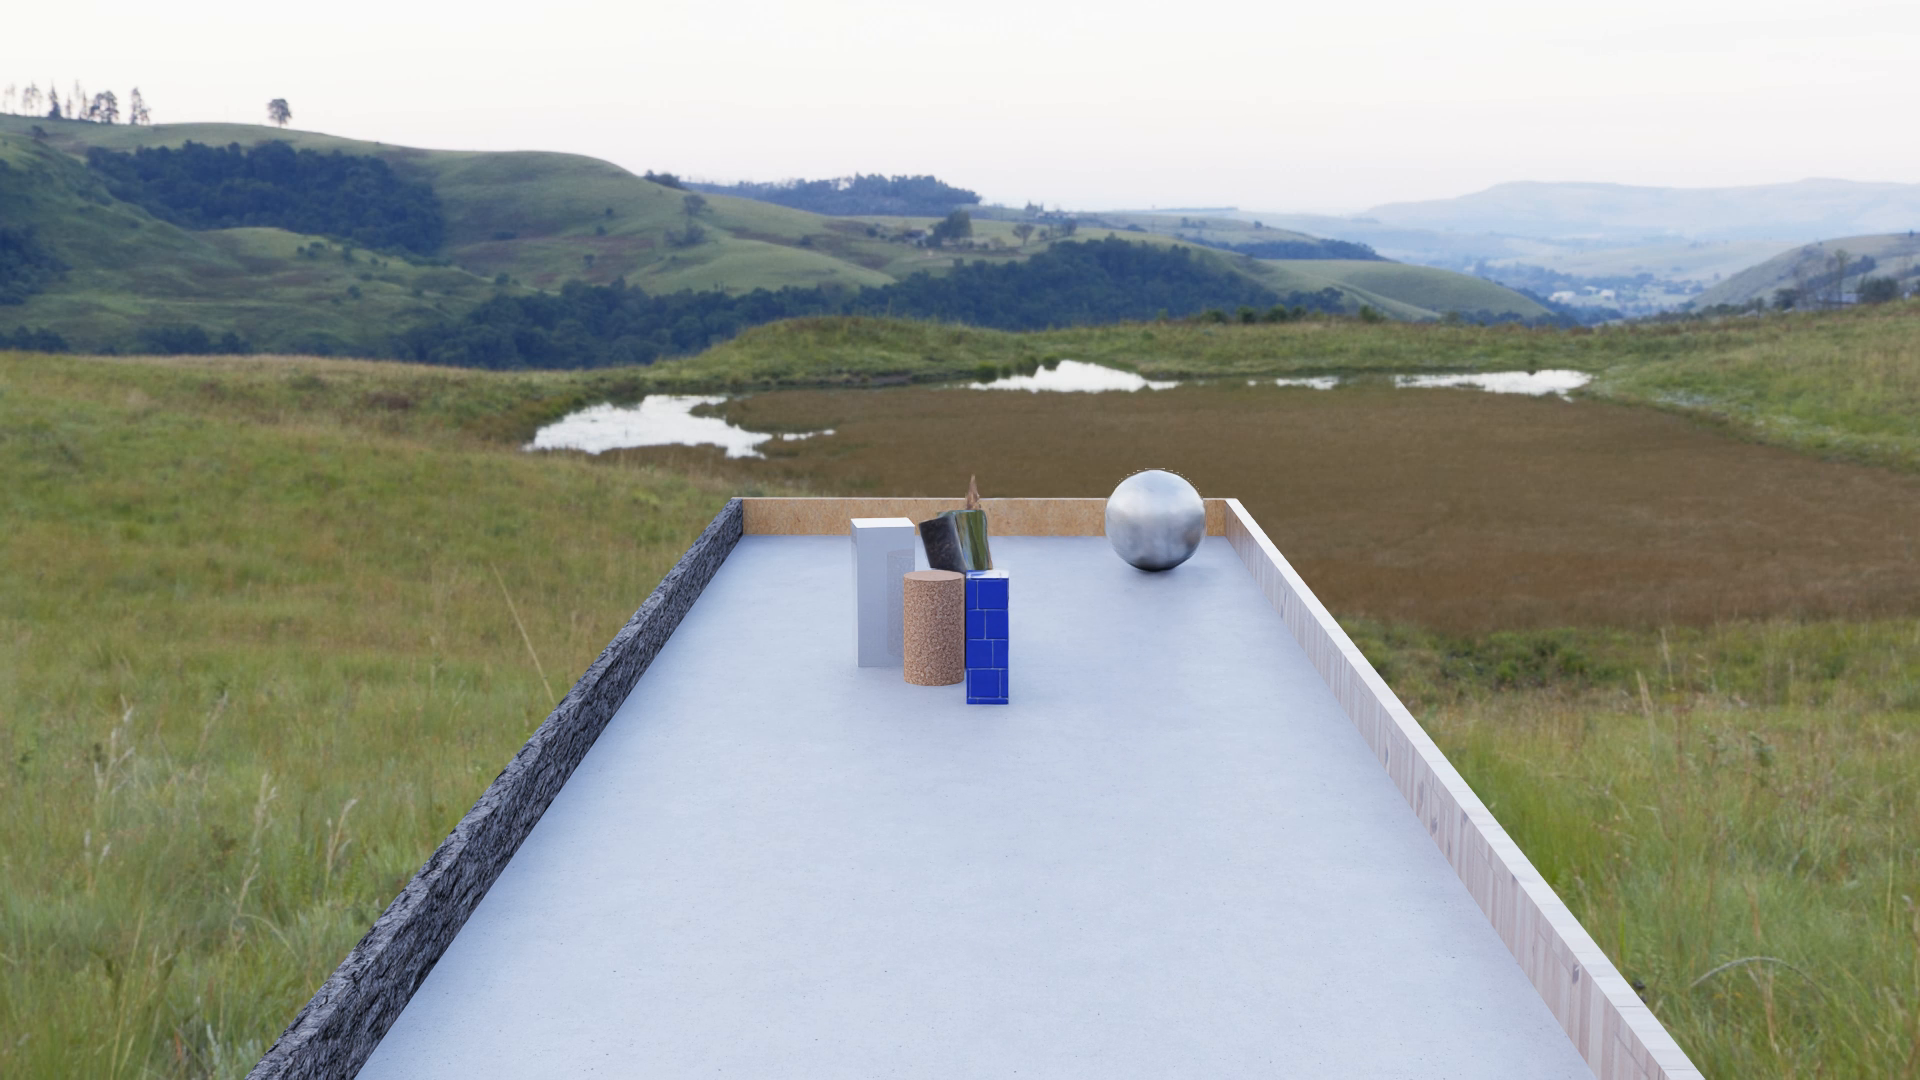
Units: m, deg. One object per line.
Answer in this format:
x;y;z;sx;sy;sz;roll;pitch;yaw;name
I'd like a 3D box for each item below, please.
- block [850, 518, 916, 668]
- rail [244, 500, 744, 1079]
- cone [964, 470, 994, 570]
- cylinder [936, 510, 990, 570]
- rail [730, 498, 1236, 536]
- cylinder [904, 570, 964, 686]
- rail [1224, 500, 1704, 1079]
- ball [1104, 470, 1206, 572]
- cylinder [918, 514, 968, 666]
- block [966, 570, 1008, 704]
-0.234;0.157;6.663;0.174;0.425;0.174;-1;9;-9;block
-1.004;0.839;3.234;0.050;0.150;12.000;0;9;1;rail
0.046;-0.048;7.980;0.173;0.417;0.173;0;9;0;cone
0.016;0.133;6.713;0.151;0.442;0.151;-3;3;0;cylinder
0.099;-0.098;9.147;2.100;0.150;0.050;0;9;1;rail
-0.076;0.255;6.412;0.177;0.309;0.177;0;9;0;cylinder
1.046;0.843;3.208;0.050;0.150;12.000;0;9;1;rail
0.732;-0.072;8.245;0.380;0.380;0.380;0;9;0;ball
-0.014;0.152;6.588;0.108;0.446;0.108;-15;1;0;cylinder
0.077;0.272;6.150;0.117;0.358;0.117;0;9;0;block
